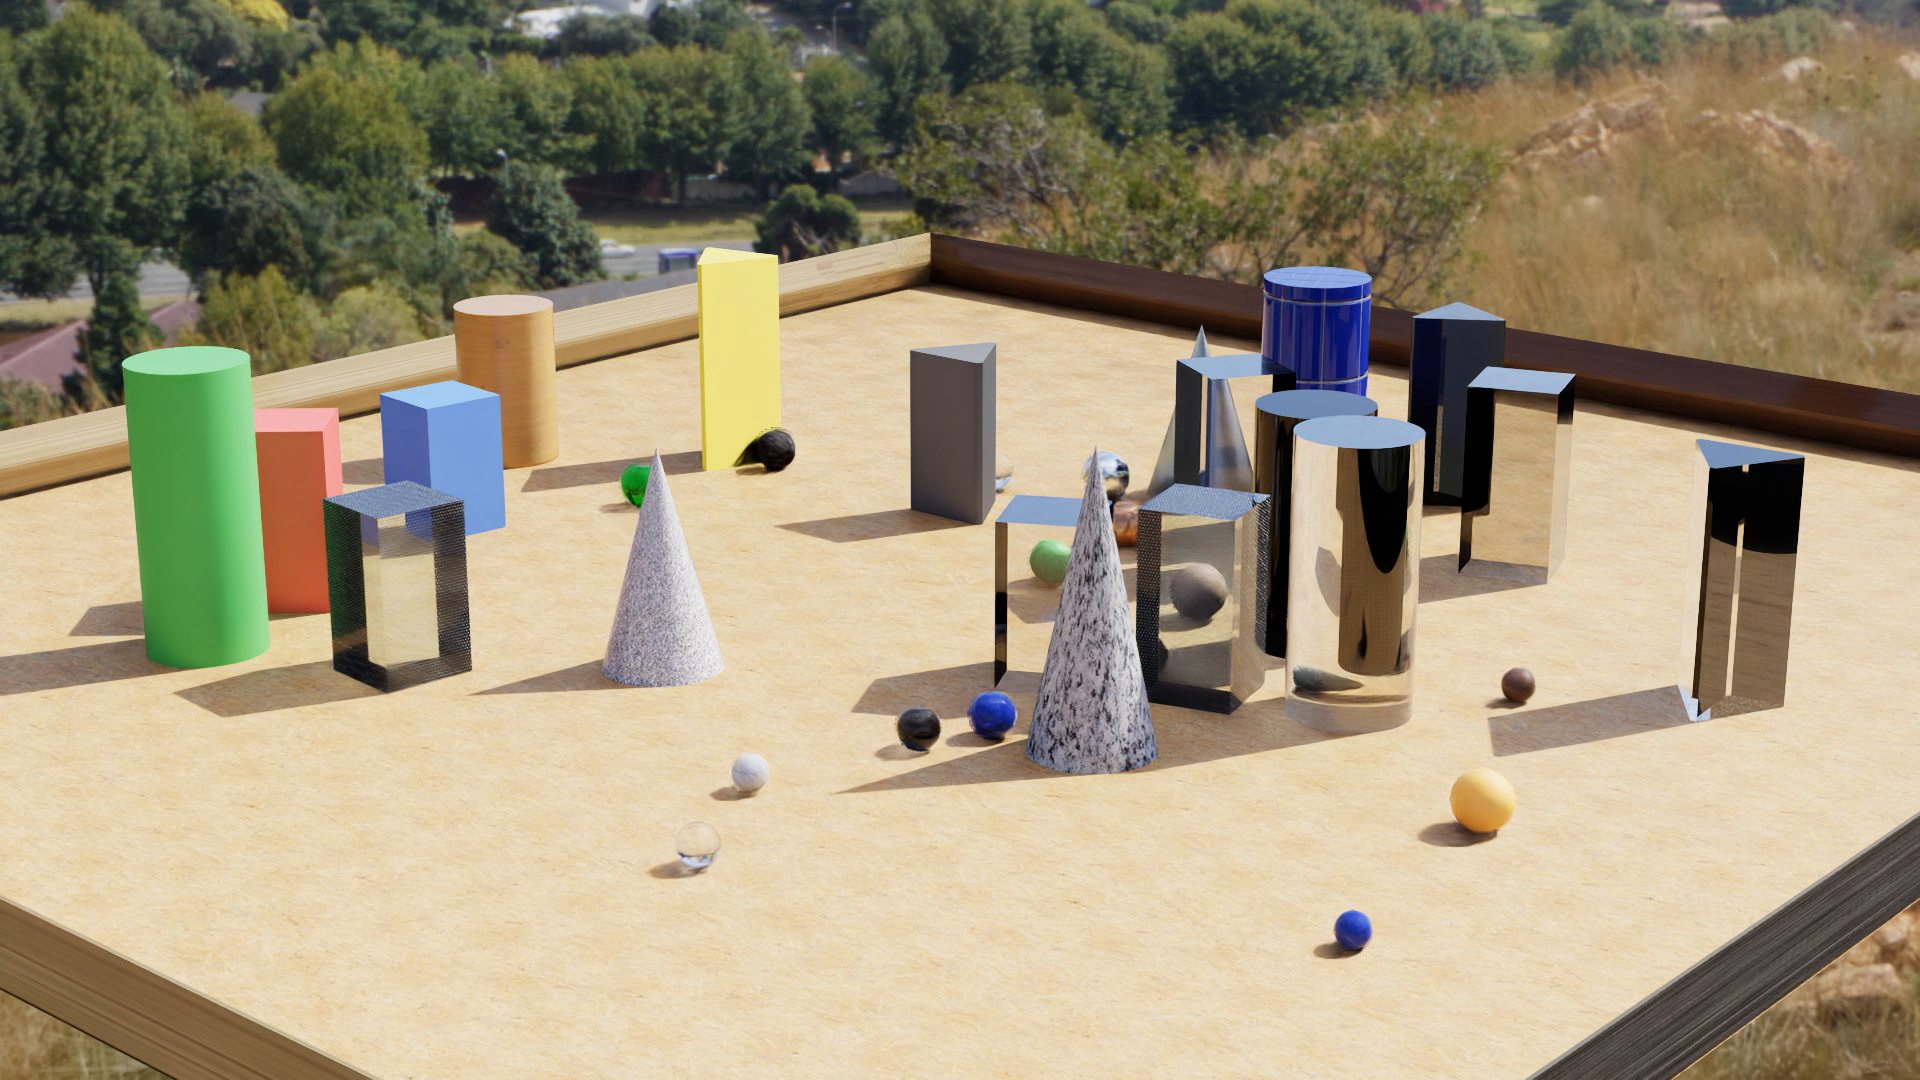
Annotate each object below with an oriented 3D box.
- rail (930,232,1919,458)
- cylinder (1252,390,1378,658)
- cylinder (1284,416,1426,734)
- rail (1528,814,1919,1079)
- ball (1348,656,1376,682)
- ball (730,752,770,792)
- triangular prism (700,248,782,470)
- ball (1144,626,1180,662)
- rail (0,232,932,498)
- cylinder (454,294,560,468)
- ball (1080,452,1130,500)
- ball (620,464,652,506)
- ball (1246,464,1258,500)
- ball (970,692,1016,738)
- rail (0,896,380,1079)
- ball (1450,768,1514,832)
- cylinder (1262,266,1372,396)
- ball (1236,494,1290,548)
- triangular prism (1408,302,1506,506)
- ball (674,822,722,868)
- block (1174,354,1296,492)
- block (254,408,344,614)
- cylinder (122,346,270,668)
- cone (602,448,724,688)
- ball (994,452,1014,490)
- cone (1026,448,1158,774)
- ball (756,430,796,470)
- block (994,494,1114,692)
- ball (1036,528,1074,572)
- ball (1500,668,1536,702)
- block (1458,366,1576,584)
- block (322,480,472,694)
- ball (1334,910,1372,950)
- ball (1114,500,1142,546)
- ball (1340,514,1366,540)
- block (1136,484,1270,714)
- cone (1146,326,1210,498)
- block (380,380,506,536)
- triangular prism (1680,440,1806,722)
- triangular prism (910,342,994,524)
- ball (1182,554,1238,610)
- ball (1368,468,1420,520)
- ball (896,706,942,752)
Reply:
[{"bbox_3d":[1.281,-0.393,6.532,3.643,0.130,0.045,14,22,39],"label":"rail"},{"bbox_3d":[0.581,-0.026,4.835,0.200,0.408,0.200,0,17,0],"label":"cylinder"},{"bbox_3d":[0.605,0.051,4.507,0.200,0.450,0.200,0,17,0],"label":"cylinder"},{"bbox_3d":[1.357,0.372,3.991,0.045,0.130,3.955,14,22,39],"label":"rail"},{"bbox_3d":[0.644,0.207,4.696,0.043,0.043,0.043,0,17,0],"label":"ball"},{"bbox_3d":[-0.303,0.336,4.242,0.057,0.057,0.057,0,17,0],"label":"ball"},{"bbox_3d":[-0.476,-0.373,5.960,0.173,0.423,0.150,-9,19,-28],"label":"triangular prism"},{"bbox_3d":[0.330,0.170,4.789,0.060,0.060,0.060,0,17,0],"label":"ball"},{"bbox_3d":[-1.357,-0.307,6.248,0.045,0.130,3.955,14,22,39],"label":"rail"},{"bbox_3d":[-0.925,-0.324,5.984,0.200,0.317,0.200,0,17,0],"label":"cylinder"},{"bbox_3d":[0.282,-0.123,5.696,0.097,0.097,0.097,0,17,0],"label":"ball"},{"bbox_3d":[-0.614,-0.105,5.664,0.081,0.081,0.081,0,17,0],"label":"ball"},{"bbox_3d":[0.594,-0.113,5.694,0.080,0.080,0.080,0,17,0],"label":"ball"},{"bbox_3d":[0.051,0.265,4.451,0.071,0.071,0.071,0,17,0],"label":"ball"},{"bbox_3d":[-1.281,0.458,3.707,3.643,0.130,0.045,14,22,39],"label":"rail"},{"bbox_3d":[0.730,0.363,4.095,0.089,0.089,0.089,0,17,0],"label":"ball"},{"bbox_3d":[0.663,-0.262,5.506,0.200,0.472,0.200,0,17,0],"label":"cylinder"},{"bbox_3d":[0.557,-0.035,5.399,0.100,0.100,0.100,0,17,0],"label":"ball"},{"bbox_3d":[0.959,-0.265,5.694,0.173,0.370,0.150,2,17,8],"label":"triangular prism"},{"bbox_3d":[-0.355,0.413,3.975,0.063,0.063,0.063,0,17,0],"label":"ball"},{"bbox_3d":[0.486,-0.126,5.218,0.160,0.378,0.160,-6,18,-18],"label":"block"},{"bbox_3d":[-1.159,-0.051,5.068,0.160,0.322,0.160,-1,17,-2],"label":"block"},{"bbox_3d":[-1.245,-0.055,4.790,0.200,0.490,0.200,0,17,0],"label":"cylinder"},{"bbox_3d":[-0.483,0.029,4.718,0.200,0.371,0.200,0,17,0],"label":"cone"},{"bbox_3d":[0.067,-0.137,5.777,0.077,0.077,0.077,0,17,0],"label":"ball"},{"bbox_3d":[0.198,0.087,4.338,0.200,0.477,0.200,0,17,0],"label":"cone"},{"bbox_3d":[-0.371,-0.183,5.926,0.079,0.079,0.079,0,17,0],"label":"ball"},{"bbox_3d":[0.150,0.087,4.683,0.160,0.278,0.160,4,17,12],"label":"block"},{"bbox_3d":[0.178,0.019,5.255,0.080,0.080,0.080,0,17,0],"label":"ball"},{"bbox_3d":[0.877,0.227,4.606,0.055,0.055,0.055,0,17,0],"label":"ball"},{"bbox_3d":[0.996,-0.117,5.245,0.160,0.347,0.160,7,18,21],"label":"block"},{"bbox_3d":[-0.903,0.073,4.712,0.160,0.289,0.160,-15,23,-41],"label":"block"},{"bbox_3d":[0.500,0.495,3.726,0.050,0.050,0.050,0,17,0],"label":"ball"},{"bbox_3d":[0.308,-0.031,5.409,0.086,0.086,0.086,0,17,0],"label":"ball"},{"bbox_3d":[0.731,-0.023,5.449,0.048,0.048,0.048,0,17,0],"label":"ball"},{"bbox_3d":[0.381,0.091,4.610,0.160,0.314,0.160,8,18,24],"label":"block"},{"bbox_3d":[0.467,-0.254,5.708,0.200,0.340,0.200,0,17,0],"label":"cone"},{"bbox_3d":[-0.970,-0.149,5.505,0.160,0.257,0.160,-15,22,-41],"label":"block"},{"bbox_3d":[1.182,0.056,4.568,0.173,0.405,0.150,-7,18,-22],"label":"triangular prism"},{"bbox_3d":[0.019,-0.212,5.614,0.173,0.314,0.150,13,21,38],"label":"triangular prism"},{"bbox_3d":[0.431,0.072,5.045,0.098,0.098,0.098,0,17,0],"label":"ball"},{"bbox_3d":[0.826,-0.088,5.575,0.099,0.099,0.099,0,17,0],"label":"ball"},{"bbox_3d":[-0.062,0.283,4.399,0.067,0.067,0.067,0,17,0],"label":"ball"}]
